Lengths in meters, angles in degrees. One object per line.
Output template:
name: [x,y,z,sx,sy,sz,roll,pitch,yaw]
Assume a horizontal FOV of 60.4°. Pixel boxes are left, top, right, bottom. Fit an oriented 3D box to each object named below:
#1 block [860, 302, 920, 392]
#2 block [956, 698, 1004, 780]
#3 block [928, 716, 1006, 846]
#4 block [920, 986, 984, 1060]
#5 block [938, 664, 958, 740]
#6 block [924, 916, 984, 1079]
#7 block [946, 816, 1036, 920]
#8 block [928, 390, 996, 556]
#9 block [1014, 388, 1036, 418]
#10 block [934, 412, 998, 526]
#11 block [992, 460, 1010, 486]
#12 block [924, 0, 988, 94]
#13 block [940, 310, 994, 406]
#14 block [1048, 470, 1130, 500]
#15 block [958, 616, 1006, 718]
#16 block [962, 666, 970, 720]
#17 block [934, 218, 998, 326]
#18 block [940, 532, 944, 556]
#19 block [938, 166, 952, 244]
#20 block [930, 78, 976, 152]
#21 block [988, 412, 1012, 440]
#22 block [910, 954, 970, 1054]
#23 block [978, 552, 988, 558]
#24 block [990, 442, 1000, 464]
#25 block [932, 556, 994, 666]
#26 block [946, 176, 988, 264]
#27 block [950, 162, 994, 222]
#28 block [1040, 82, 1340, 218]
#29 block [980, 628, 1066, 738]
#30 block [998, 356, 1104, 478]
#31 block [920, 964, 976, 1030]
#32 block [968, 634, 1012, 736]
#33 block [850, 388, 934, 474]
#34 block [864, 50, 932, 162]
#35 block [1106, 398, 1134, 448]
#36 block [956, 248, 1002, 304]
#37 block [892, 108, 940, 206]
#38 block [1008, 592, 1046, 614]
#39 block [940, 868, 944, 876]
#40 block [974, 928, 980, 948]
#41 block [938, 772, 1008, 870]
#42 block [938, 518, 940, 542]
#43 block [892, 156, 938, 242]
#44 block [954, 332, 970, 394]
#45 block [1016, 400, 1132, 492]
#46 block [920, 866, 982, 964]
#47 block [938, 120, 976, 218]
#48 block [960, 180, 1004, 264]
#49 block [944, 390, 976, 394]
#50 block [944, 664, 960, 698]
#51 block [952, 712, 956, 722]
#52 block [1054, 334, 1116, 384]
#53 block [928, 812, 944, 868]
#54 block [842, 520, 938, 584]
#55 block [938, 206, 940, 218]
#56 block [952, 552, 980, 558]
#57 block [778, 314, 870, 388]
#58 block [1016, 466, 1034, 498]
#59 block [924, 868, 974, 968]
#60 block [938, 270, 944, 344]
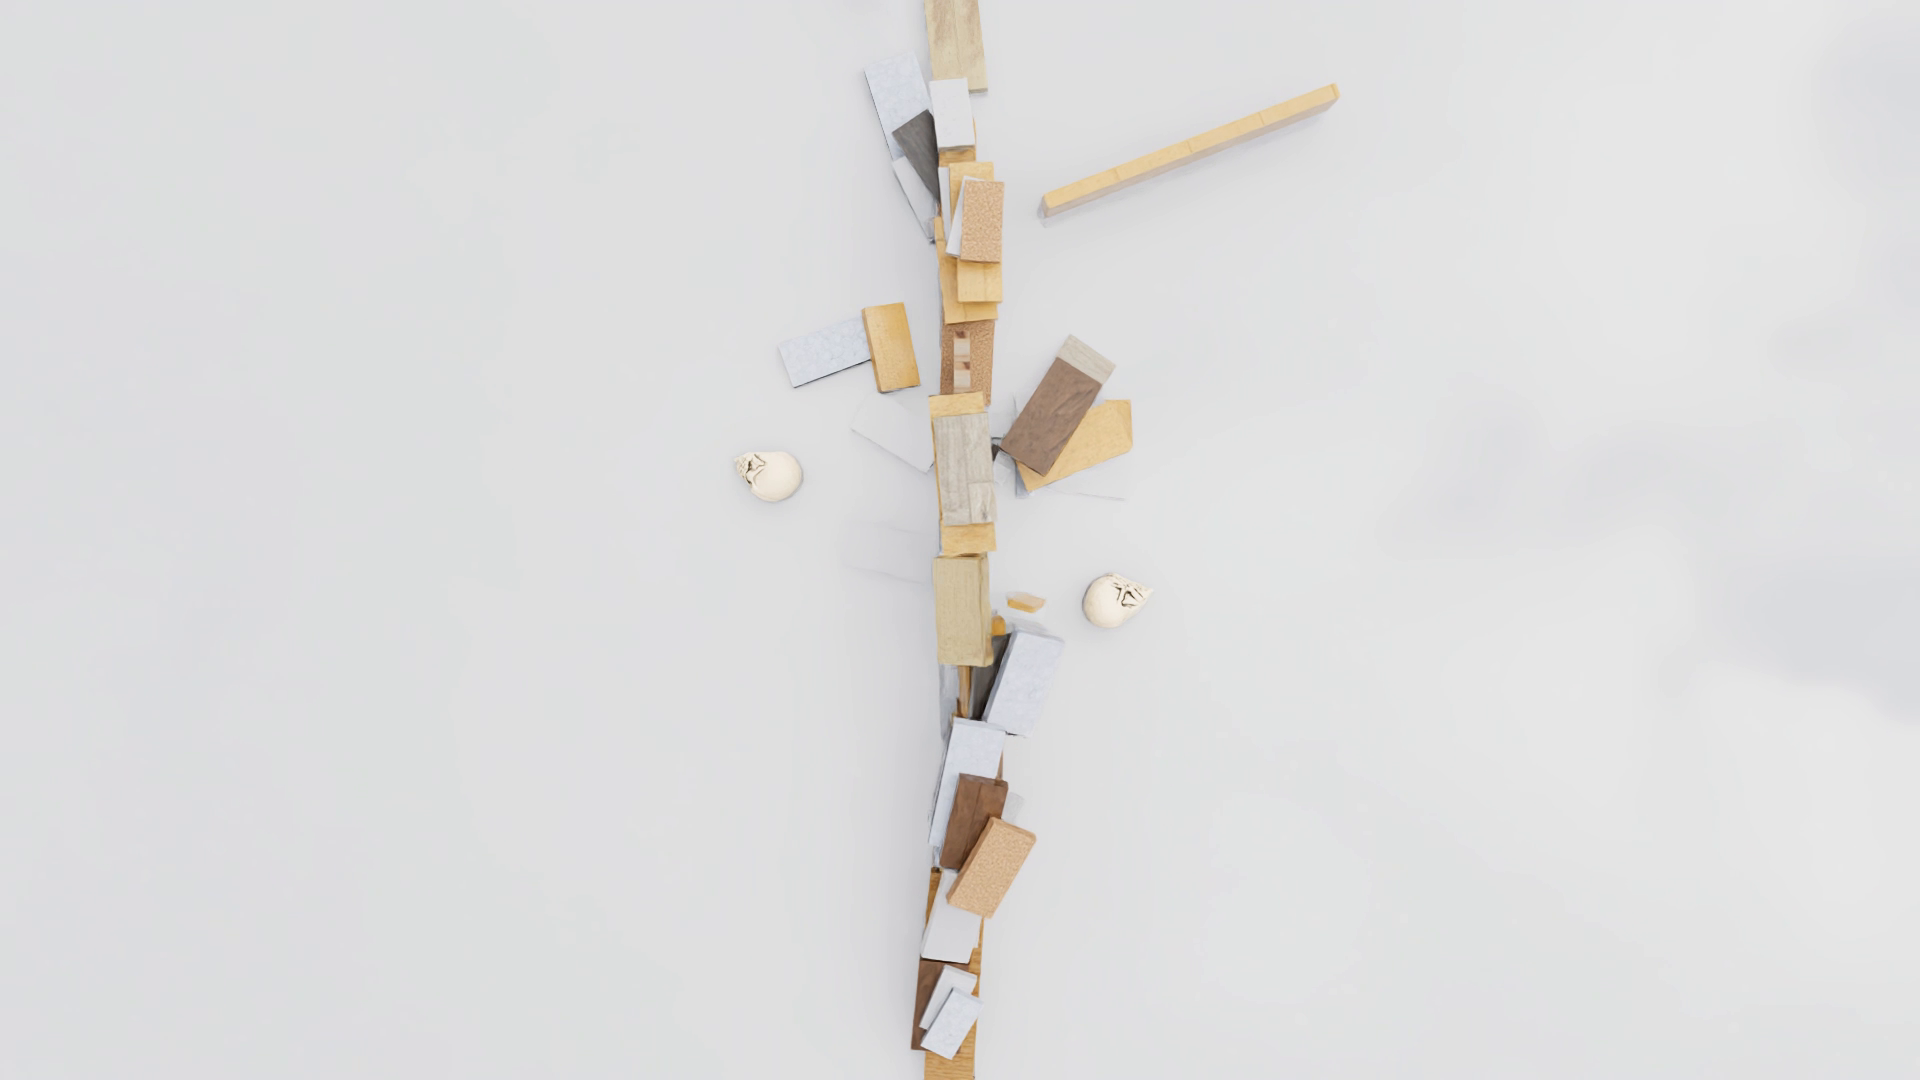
block: [-0.229,-0.638,5.456,0.140,0.040,0.279,-12,90,-22]
block: [0.061,0.676,5.301,0.155,0.044,0.368,3,67,-1]
block: [0.021,0.769,5.162,0.163,0.046,0.429,10,109,-4]
block: [-0.025,1.548,5.284,0.111,0.031,0.222,27,104,-6]
block: [0.001,0.524,5.438,0.138,0.039,0.276,-2,108,0]
block: [-0.006,1.313,5.433,0.162,0.046,0.958,4,90,0]
block: [0.097,1.027,5.157,0.155,0.044,0.310,24,105,-18]
block: [0.009,-0.204,5.064,0.166,0.047,0.491,-5,99,1]
block: [0.279,-0.456,5.457,0.188,0.027,0.094,-5,86,1]
block: [0.017,-0.216,5.015,0.166,0.047,0.331,-5,99,1]
block: [0.105,-0.236,5.492,0.117,0.017,0.059,31,90,0]
block: [-0.016,-1.660,5.475,0.177,0.050,0.354,-7,90,0]
block: [0.024,-0.617,5.419,0.170,0.048,0.340,2,110,-1]
block: [0.427,-0.192,5.489,0.265,0.023,0.081,7,90,0]
block: [0.072,0.404,5.251,0.155,0.044,0.310,-10,111,-13]
block: [0.090,0.466,5.229,0.155,0.044,0.310,-9,111,-13]
block: [0.019,-0.870,5.298,0.170,0.048,0.340,-6,90,-2]
block: [0.003,-0.050,5.265,0.132,0.037,0.264,1,69,-1]
block: [0.002,-1.069,5.256,0.119,0.034,0.238,-6,90,-2]
block: [-0.024,-1.346,5.230,0.119,0.034,0.239,-6,73,-3]
block: [0.090,-0.381,5.478,0.162,0.023,0.081,7,75,0]
block: [-0.065,1.504,5.346,0.162,0.046,0.323,5,105,0]
block: [0.022,0.099,5.179,0.132,0.037,0.264,-2,96,0]
block: [0.068,-0.303,5.477,0.117,0.017,0.059,21,85,12]
block: [0.009,0.218,5.060,0.166,0.047,0.331,2,102,25]
block: [0.043,-1.000,5.144,0.123,0.035,0.247,13,89,-2]
block: [0.041,-1.052,5.221,0.140,0.040,0.279,-2,90,-2]
block: [0.749,-1.275,5.411,1.011,0.177,0.050,-21,91,0]
block: [0.196,0.446,5.154,0.163,0.046,0.327,14,104,-20]
block: [0.299,-0.403,5.409,0.177,0.050,0.355,33,88,6]
block: [-0.038,1.482,5.299,0.111,0.031,0.222,21,104,-4]
block: [0.114,0.459,5.184,0.163,0.046,0.327,-4,109,-15]
block: [-0.200,-0.361,5.479,0.297,0.042,0.148,31,90,0]
block: [-0.182,-1.422,5.475,0.177,0.050,0.354,-18,90,0]
block: [0.531,-0.386,5.489,0.081,0.023,0.162,-3,90,0]
block: [0.060,-0.887,5.182,0.140,0.040,0.279,-1,90,-2]
block: [-0.086,-1.248,5.382,0.141,0.040,0.282,-34,90,-2]
block: [0.213,0.202,5.285,0.085,0.169,0.024,18,100,13]
block: [-0.028,1.016,5.281,0.089,0.025,0.178,-10,67,-7]
block: [0.012,1.027,5.391,0.140,0.040,0.595,5,90,0]
block: [0.042,0.886,5.153,0.155,0.044,0.310,11,109,-5]
block: [-0.005,0.050,5.450,0.126,0.036,0.251,-2,105,0]
block: [-0.102,-1.147,5.451,0.141,0.040,0.282,-26,102,0]
block: [0.006,-0.472,5.236,0.050,0.177,0.355,0,54,0]
block: [0.364,-0.309,5.451,0.370,0.050,0.177,-22,86,2]
block: [-0.012,1.193,5.246,0.155,0.044,0.310,11,106,-15]
block: [-0.002,-1.040,5.365,0.119,0.034,0.627,-3,110,-2]
block: [0.069,-0.986,5.110,0.123,0.035,0.247,3,90,-2]
block: [0.010,-0.380,5.389,0.103,0.029,0.207,-4,103,0]
block: [-0.001,0.414,5.284,0.094,0.027,0.187,1,108,-1]
block: [0.035,0.702,5.362,0.140,0.040,0.280,4,67,0]
block: [0.418,-0.593,5.487,0.188,0.027,0.094,34,90,0]
block: [-0.046,0.956,5.278,0.089,0.025,0.178,-7,67,-6]
block: [-0.229,0.038,5.479,0.297,0.042,0.149,13,90,0]
block: [0.000,-0.972,5.450,0.141,0.040,0.282,-2,101,-2]
block: [0.023,0.100,5.124,0.085,0.024,0.169,-8,79,0]
block: [-0.438,-0.627,5.479,0.297,0.042,0.148,-20,90,0]
block: [0.216,-0.198,5.492,0.059,0.017,0.117,-1,90,0]
block: [-0.029,1.223,5.327,0.162,0.046,0.323,6,102,0]
block: [0.014,-0.816,5.402,0.170,0.048,0.340,-2,110,-2]
